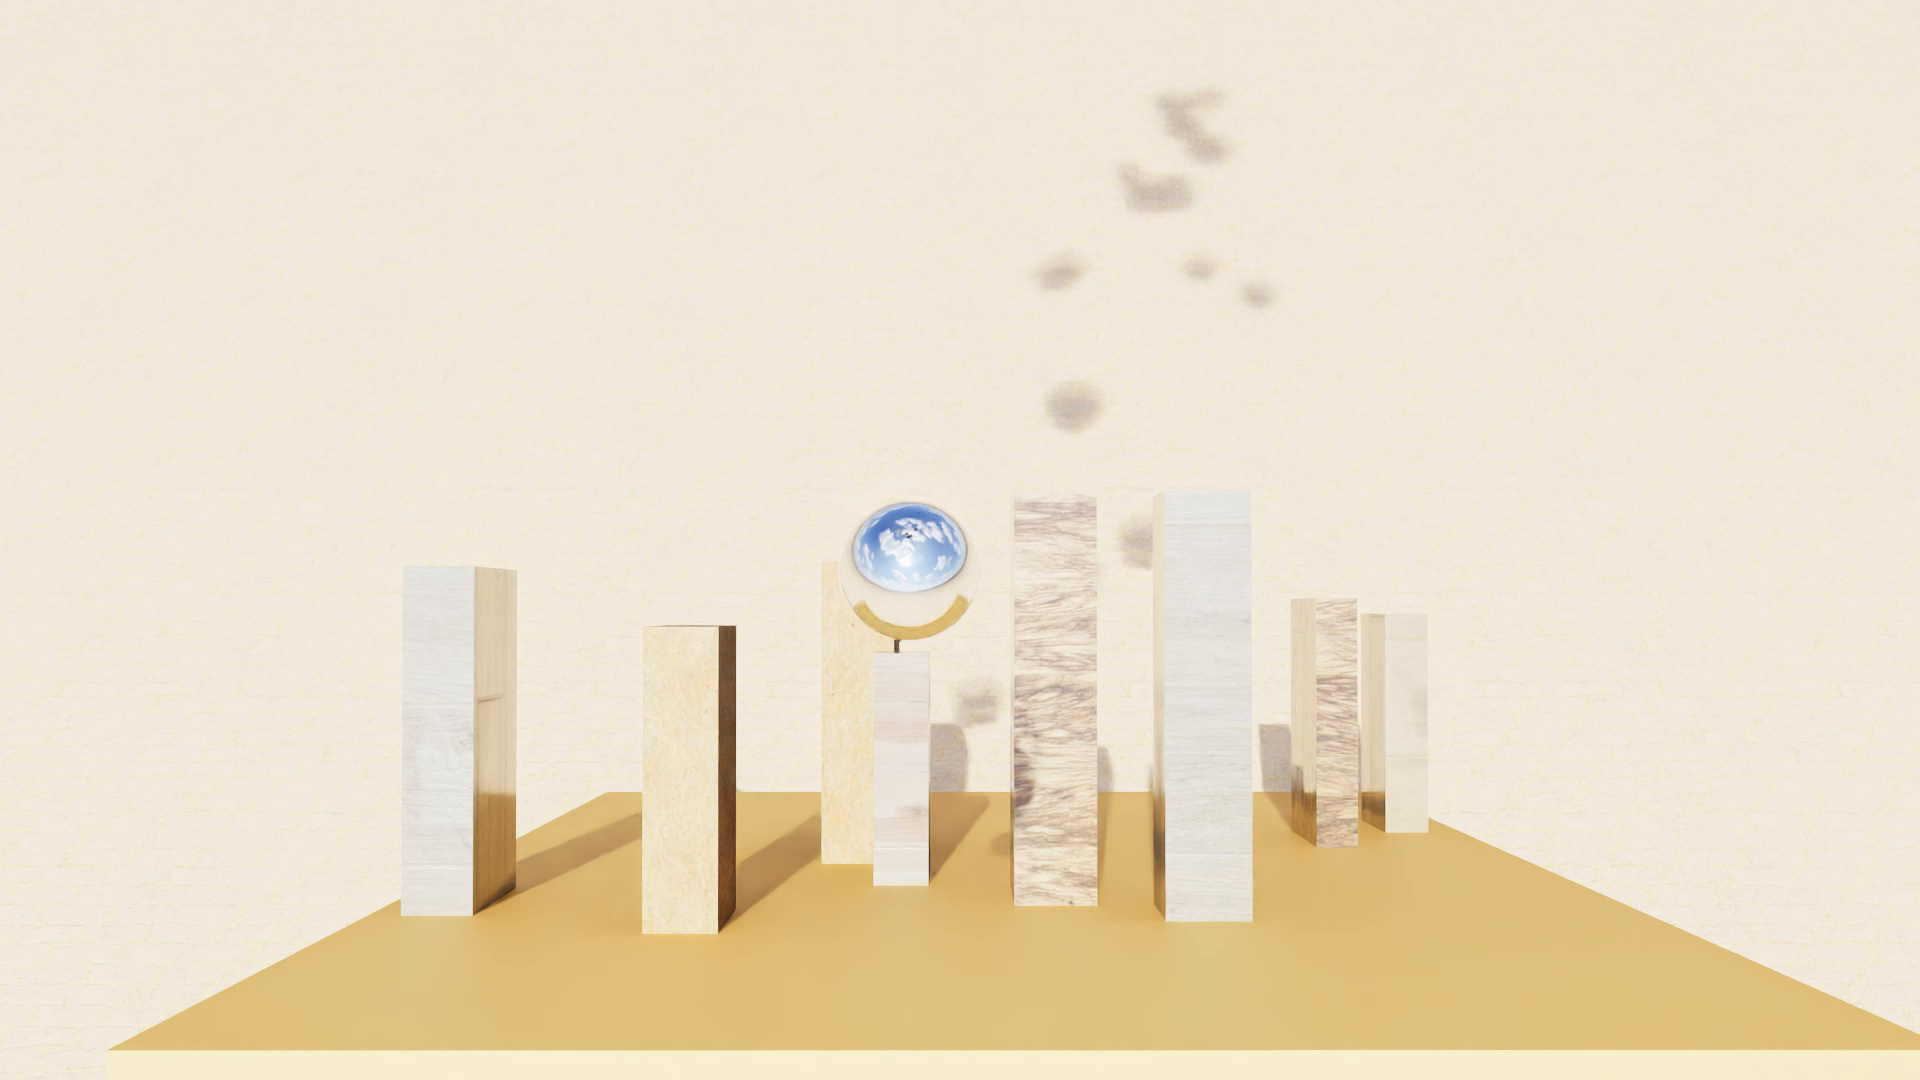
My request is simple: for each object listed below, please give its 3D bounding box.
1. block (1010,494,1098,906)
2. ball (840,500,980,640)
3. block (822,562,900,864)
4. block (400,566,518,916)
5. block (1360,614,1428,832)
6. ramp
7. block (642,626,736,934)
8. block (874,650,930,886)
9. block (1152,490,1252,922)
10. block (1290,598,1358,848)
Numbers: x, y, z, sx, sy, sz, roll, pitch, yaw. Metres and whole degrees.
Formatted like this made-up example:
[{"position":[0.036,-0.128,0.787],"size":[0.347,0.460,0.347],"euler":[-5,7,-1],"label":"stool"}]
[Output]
[{"position":[0.154,0.262,4.352],"size":[0.134,0.664,0.326],"euler":[0,-2,0],"label":"block"},{"position":[-0.052,0.031,2.709],"size":[0.147,0.147,0.147],"euler":[0,34,0],"label":"ball"},{"position":[-0.192,0.330,5.097],"size":[0.136,0.567,0.441],"euler":[0,-2,0],"label":"block"},{"position":[-0.816,0.319,4.251],"size":[0.112,0.545,0.396],"euler":[0,-2,0],"label":"block"},{"position":[0.955,0.396,5.721],"size":[0.091,0.468,0.331],"euler":[0,-2,0],"label":"block"},{"position":[0.076,0.656,4.805],"size":[2.000,0.100,4.000],"euler":[0,-2,0],"label":"ramp"},{"position":[-0.412,0.358,3.983],"size":[0.111,0.452,0.314],"euler":[0,-2,0],"label":"block"},{"position":[-0.102,0.401,4.648],"size":[0.095,0.401,0.312],"euler":[0,-2,0],"label":"block"},{"position":[0.381,0.256,4.100],"size":[0.133,0.661,0.245],"euler":[0,-2,0],"label":"block"},{"position":[0.757,0.372,5.410],"size":[0.083,0.500,0.398],"euler":[0,-2,0],"label":"block"}]
